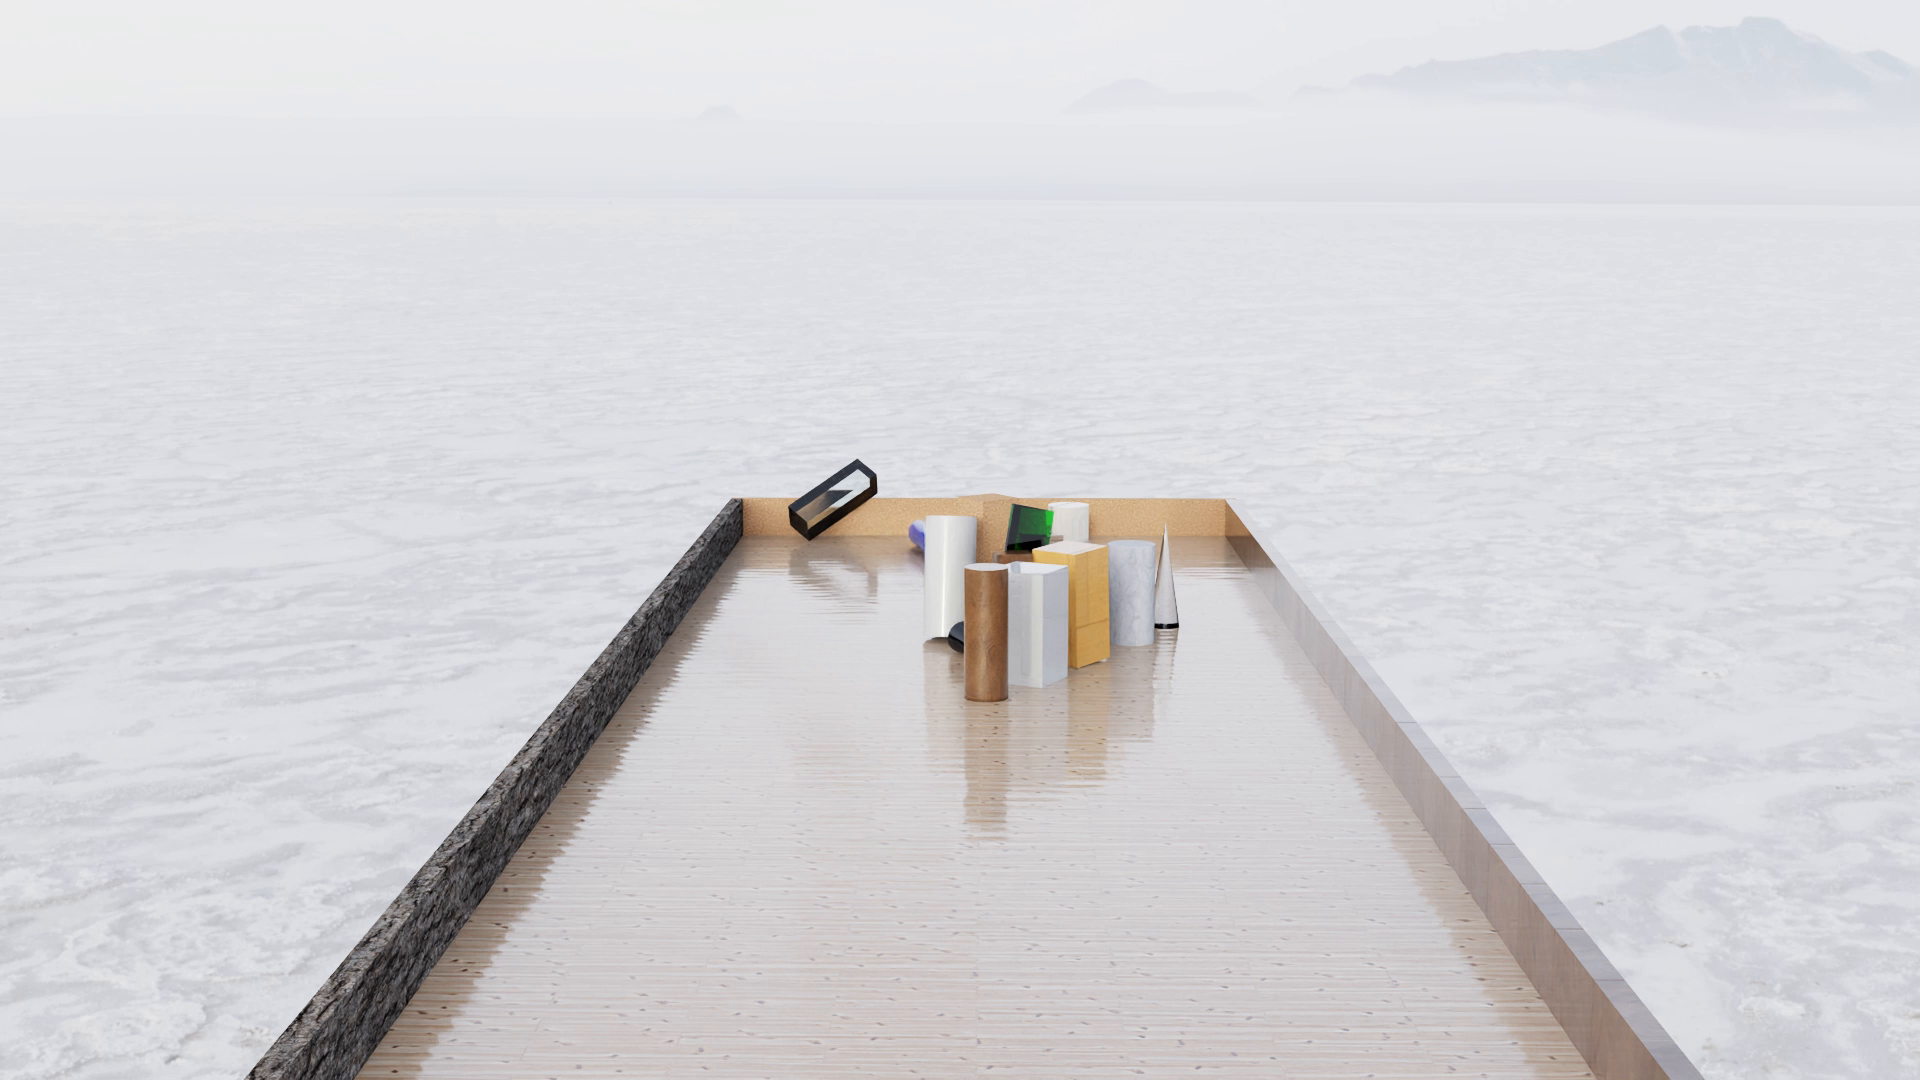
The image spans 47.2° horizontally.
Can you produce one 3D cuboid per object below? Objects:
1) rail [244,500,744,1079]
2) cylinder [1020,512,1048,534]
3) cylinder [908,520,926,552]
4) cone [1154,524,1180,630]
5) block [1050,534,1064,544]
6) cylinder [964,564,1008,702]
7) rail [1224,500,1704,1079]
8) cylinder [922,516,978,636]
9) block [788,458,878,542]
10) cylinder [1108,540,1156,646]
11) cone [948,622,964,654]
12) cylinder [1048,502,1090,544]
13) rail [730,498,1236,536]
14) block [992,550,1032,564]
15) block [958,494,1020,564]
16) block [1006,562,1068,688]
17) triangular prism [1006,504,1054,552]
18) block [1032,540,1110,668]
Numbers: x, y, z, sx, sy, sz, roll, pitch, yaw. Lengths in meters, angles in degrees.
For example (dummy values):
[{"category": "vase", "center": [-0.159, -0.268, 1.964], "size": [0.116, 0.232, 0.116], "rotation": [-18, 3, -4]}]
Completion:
[{"category": "rail", "center": [-1.004, 0.839, 3.234], "size": [0.050, 0.150, 12.000], "rotation": [0, 9, 1]}, {"category": "cylinder", "center": [0.287, -0.057, 9.012], "size": [0.434, 0.112, 0.112], "rotation": [-2, 9, -14]}, {"category": "cylinder", "center": [-0.117, 0.000, 8.675], "size": [0.104, 0.104, 0.403], "rotation": [-2, 9, -12]}, {"category": "cone", "center": [0.670, 0.111, 7.198], "size": [0.101, 0.348, 0.101], "rotation": [0, 9, 0]}, {"category": "block", "center": [0.232, 0.150, 6.951], "size": [0.126, 0.338, 0.126], "rotation": [6, 6, 35]}, {"category": "cylinder", "center": [0.074, 0.260, 6.177], "size": [0.125, 0.374, 0.125], "rotation": [0, 9, 0]}, {"category": "rail", "center": [1.046, 0.843, 3.208], "size": [0.050, 0.150, 12.000], "rotation": [0, 9, 1]}, {"category": "cylinder", "center": [-0.032, 0.115, 6.993], "size": [0.164, 0.380, 0.164], "rotation": [2, -1, 0]}, {"category": "block", "center": [-0.520, -0.166, 9.037], "size": [0.377, 0.121, 0.121], "rotation": [-36, 58, -26]}, {"category": "cylinder", "center": [0.541, 0.166, 6.960], "size": [0.152, 0.313, 0.152], "rotation": [0, 9, 0]}, {"category": "cone", "center": [0.076, 0.343, 6.685], "size": [0.100, 0.100, 0.305], "rotation": [-5, 19, -27]}, {"category": "cylinder", "center": [0.354, 0.083, 7.202], "size": [0.133, 0.401, 0.133], "rotation": [0, 9, 0]}, {"category": "rail", "center": [0.099, -0.098, 9.147], "size": [2.100, 0.150, 0.050], "rotation": [0, 9, 1]}, {"category": "block", "center": [0.164, 0.200, 6.683], "size": [0.109, 0.326, 0.109], "rotation": [-2, 6, -5]}, {"category": "block", "center": [0.093, 0.074, 7.171], "size": [0.144, 0.430, 0.144], "rotation": [-6, 11, -34]}, {"category": "block", "center": [0.200, 0.244, 6.412], "size": [0.173, 0.331, 0.173], "rotation": [5, 10, 27]}, {"category": "triangular prism", "center": [0.167, 0.117, 6.843], "size": [0.145, 0.444, 0.125], "rotation": [11, -3, -23]}, {"category": "block", "center": [0.337, 0.193, 6.664], "size": [0.162, 0.346, 0.162], "rotation": [8, 14, 40]}]
